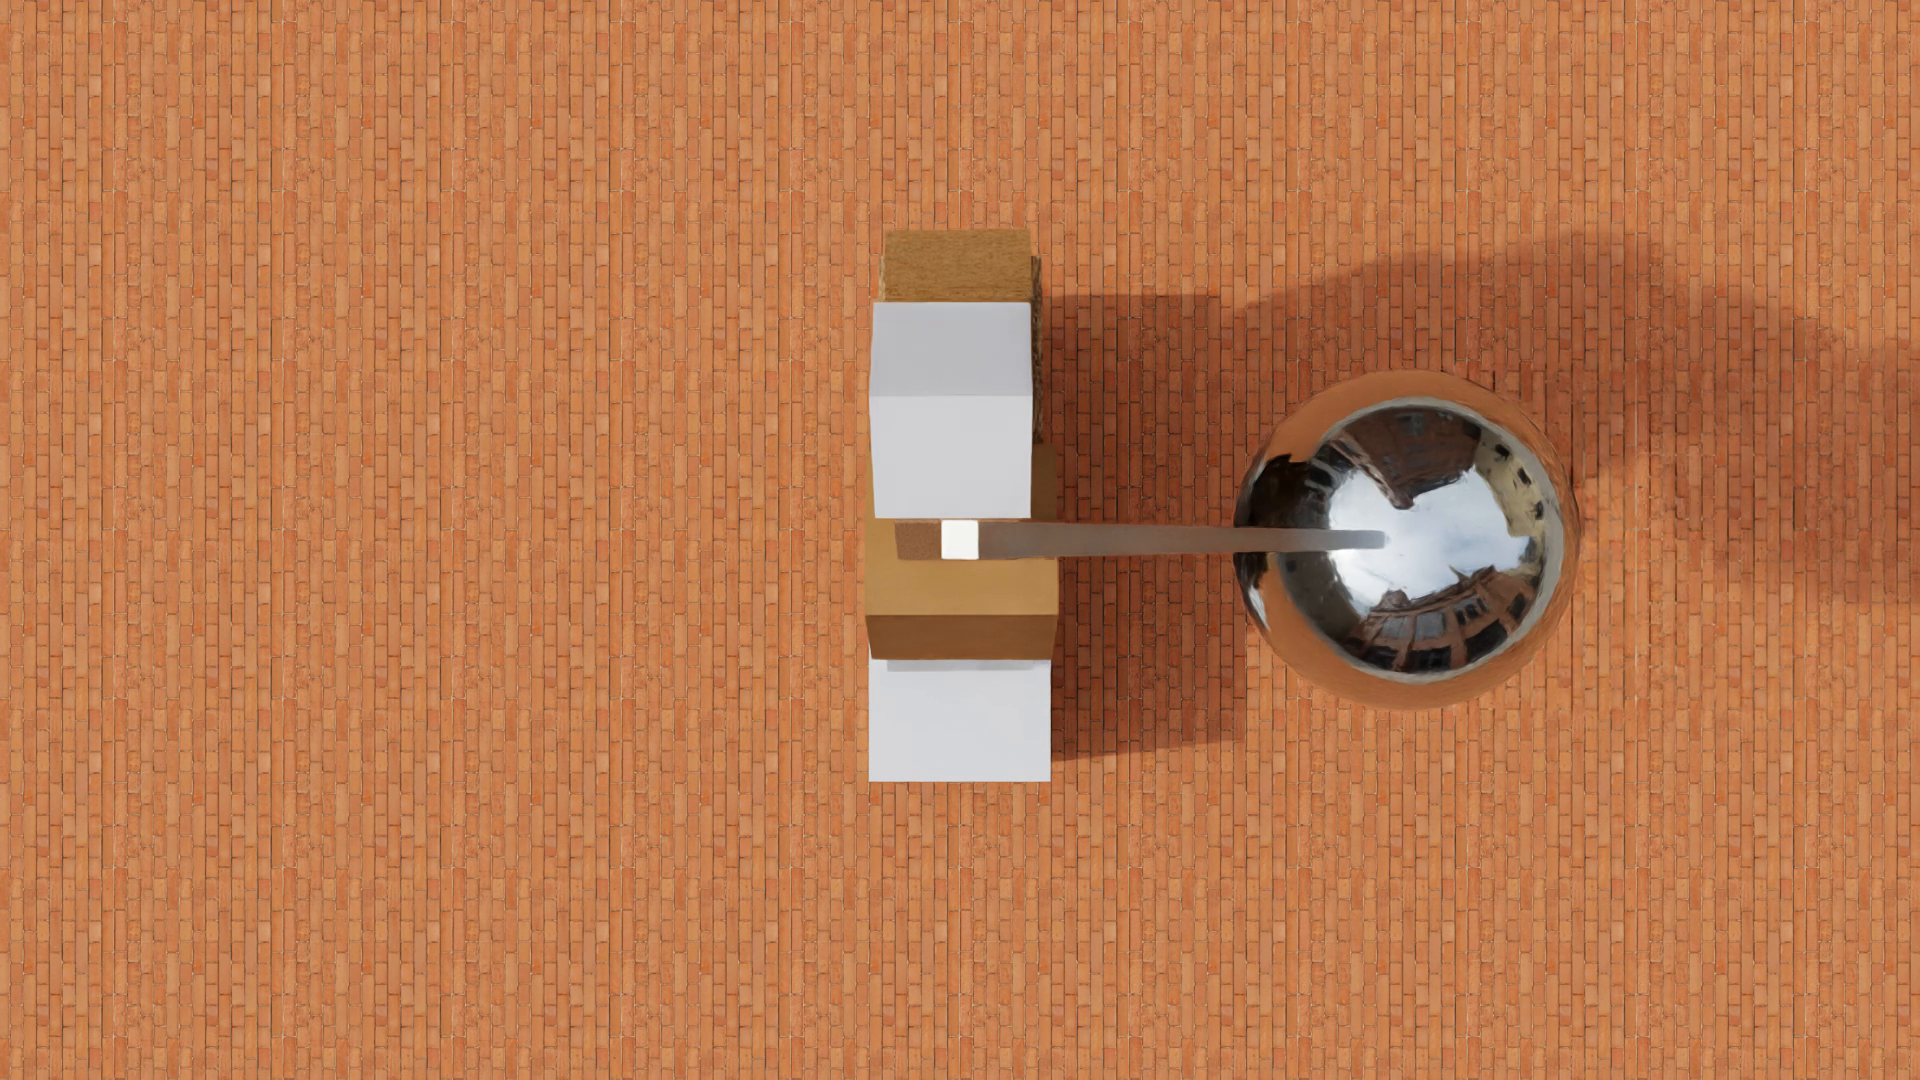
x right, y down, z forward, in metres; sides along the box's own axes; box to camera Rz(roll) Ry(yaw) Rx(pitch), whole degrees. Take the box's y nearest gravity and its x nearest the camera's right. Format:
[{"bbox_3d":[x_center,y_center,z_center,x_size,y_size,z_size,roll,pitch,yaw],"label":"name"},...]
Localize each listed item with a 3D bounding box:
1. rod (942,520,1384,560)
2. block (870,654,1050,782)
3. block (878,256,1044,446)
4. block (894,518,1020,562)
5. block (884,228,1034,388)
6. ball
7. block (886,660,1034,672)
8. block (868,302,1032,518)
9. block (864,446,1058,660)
[{"bbox_3d":[0.899,0.000,7.081,0.080,5.200,0.080,0,90,20],"label":"rod"},{"bbox_3d":[-0.001,0.824,12.514,0.991,0.972,0.992,0,90,0],"label":"block"},{"bbox_3d":[0.004,-0.815,10.895,0.786,0.895,0.887,0,73,1],"label":"block"},{"bbox_3d":[-0.009,-0.263,10.174,0.566,0.590,0.574,0,73,0],"label":"block"},{"bbox_3d":[-0.003,-0.965,10.117,0.653,0.683,0.696,-1,73,0],"label":"block"},{"bbox_3d":[2.074,0.000,10.272,1.600,1.600,1.600,0,90,0],"label":"ball"},{"bbox_3d":[0.000,0.211,11.657,0.785,0.779,0.807,0,73,0],"label":"block"},{"bbox_3d":[-0.033,-0.556,9.429,0.667,0.697,0.603,0,45,1],"label":"block"},{"bbox_3d":[0.007,0.075,10.835,0.909,0.872,0.841,0,73,0],"label":"block"}]
